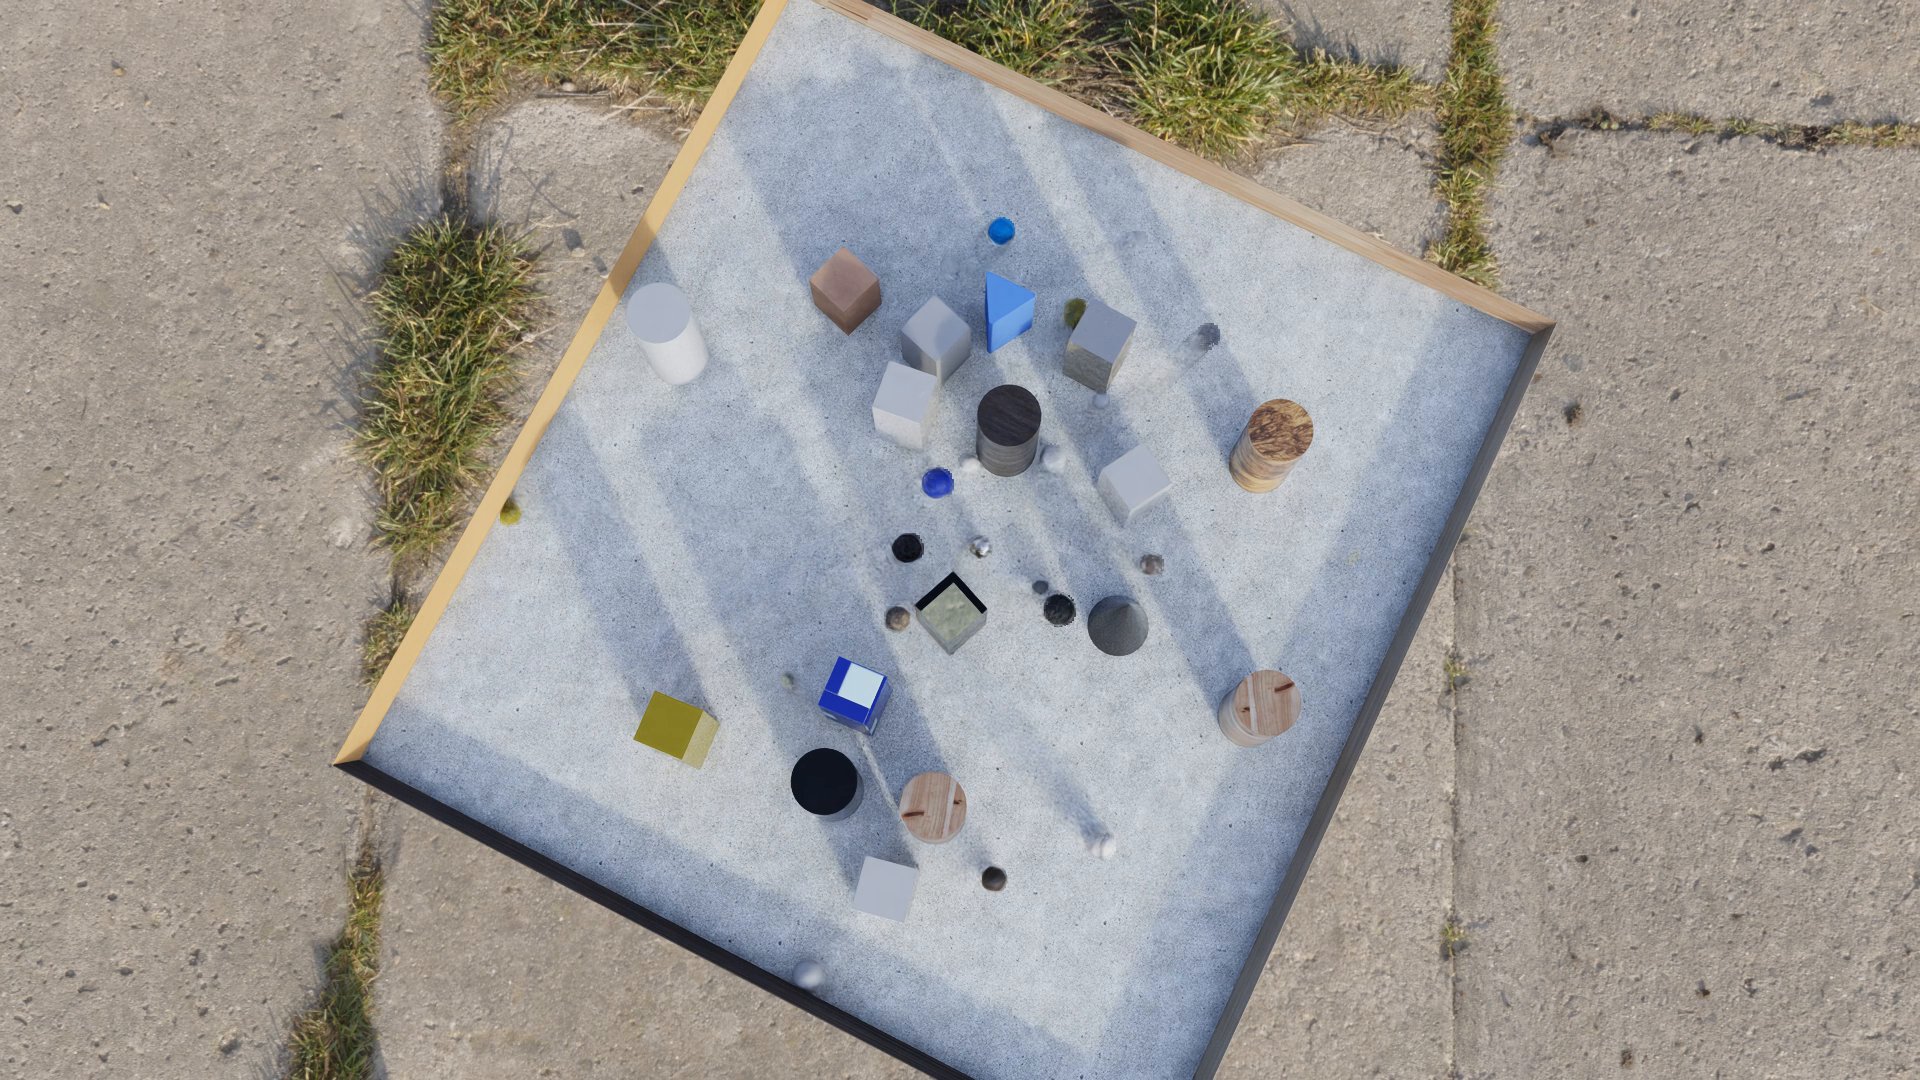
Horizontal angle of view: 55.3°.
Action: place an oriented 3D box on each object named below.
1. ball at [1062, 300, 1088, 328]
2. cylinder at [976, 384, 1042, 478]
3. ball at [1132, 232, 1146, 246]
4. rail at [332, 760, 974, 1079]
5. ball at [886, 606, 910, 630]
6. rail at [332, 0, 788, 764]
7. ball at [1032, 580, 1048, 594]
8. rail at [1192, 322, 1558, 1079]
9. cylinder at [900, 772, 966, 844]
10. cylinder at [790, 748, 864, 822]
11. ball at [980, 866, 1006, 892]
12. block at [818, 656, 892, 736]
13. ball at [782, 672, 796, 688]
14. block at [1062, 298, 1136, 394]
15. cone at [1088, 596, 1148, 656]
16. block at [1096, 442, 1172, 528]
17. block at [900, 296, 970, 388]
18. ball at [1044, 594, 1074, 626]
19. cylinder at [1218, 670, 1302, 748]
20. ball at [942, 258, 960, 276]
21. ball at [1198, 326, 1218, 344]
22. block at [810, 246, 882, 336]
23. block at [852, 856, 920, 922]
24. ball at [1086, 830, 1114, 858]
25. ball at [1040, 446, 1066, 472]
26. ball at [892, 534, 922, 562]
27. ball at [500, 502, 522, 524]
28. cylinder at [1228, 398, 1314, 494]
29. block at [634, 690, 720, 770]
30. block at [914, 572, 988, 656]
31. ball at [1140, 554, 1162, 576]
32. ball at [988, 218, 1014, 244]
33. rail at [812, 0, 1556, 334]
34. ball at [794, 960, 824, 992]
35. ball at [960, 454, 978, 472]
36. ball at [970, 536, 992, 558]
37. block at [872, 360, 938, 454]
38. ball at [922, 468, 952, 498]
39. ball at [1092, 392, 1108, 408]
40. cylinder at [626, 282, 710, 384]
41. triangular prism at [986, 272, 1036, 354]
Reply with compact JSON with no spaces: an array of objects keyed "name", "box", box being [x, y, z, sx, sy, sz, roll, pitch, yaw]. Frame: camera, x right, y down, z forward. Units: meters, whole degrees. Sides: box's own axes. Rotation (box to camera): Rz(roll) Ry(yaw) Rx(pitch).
[{"name":"ball","box":[0.367,-0.703,5.715,0.092,0.092,0.092,0,78,0]},{"name":"cylinder","box":[0.143,-0.323,5.492,0.187,0.374,0.187,0,78,0]},{"name":"ball","box":[0.565,-0.953,5.792,0.042,0.042,0.042,0,78,0]},{"name":"rail","box":[-0.628,1.237,5.298,2.681,0.121,0.045,26,80,5]},{"name":"ball","box":[-0.187,0.236,5.529,0.075,0.075,0.075,0,78,0]},{"name":"rail","box":[-1.178,-0.570,5.671,0.045,0.121,2.856,26,80,5]},{"name":"ball","box":[0.243,0.142,5.565,0.044,0.044,0.044,0,78,0]},{"name":"rail","box":[1.178,0.583,5.433,0.045,0.121,2.856,26,80,5]},{"name":"cylinder","box":[-0.074,0.774,5.263,0.187,0.380,0.187,0,78,0]},{"name":"cylinder","box":[-0.379,0.710,5.285,0.187,0.362,0.187,0,78,0]},{"name":"ball","box":[0.097,0.994,5.374,0.072,0.072,0.072,0,78,0]},{"name":"block","box":[-0.303,0.460,5.343,0.149,0.350,0.149,22,79,4]},{"name":"ball","box":[-0.514,0.421,5.506,0.046,0.046,0.046,0,78,0]},{"name":"block","box":[0.421,-0.581,5.563,0.149,0.339,0.149,29,80,6]},{"name":"cone","box":[0.480,0.221,5.374,0.187,0.385,0.187,0,78,0]},{"name":"block","box":[0.521,-0.162,5.520,0.149,0.255,0.149,-33,80,-6]},{"name":"block","box":[-0.074,-0.601,5.594,0.149,0.288,0.149,43,81,8]},{"name":"ball","box":[0.297,0.210,5.525,0.093,0.093,0.093,0,78,0]},{"name":"cylinder","box":[0.867,0.494,5.330,0.187,0.361,0.187,0,78,0]},{"name":"ball","box":[-0.029,-0.860,5.766,0.055,0.055,0.055,0,78,0]},{"name":"ball","box":[0.775,-0.640,5.718,0.060,0.060,0.060,0,78,0]},{"name":"block","box":[-0.352,-0.766,5.656,0.149,0.233,0.149,44,82,8]},{"name":"block","box":[-0.207,0.997,5.221,0.149,0.371,0.149,15,79,3]},{"name":"ball","box":[0.412,0.893,5.390,0.082,0.082,0.082,0,78,0]},{"name":"ball","box":[0.285,-0.249,5.626,0.082,0.082,0.082,0,78,0]},{"name":"ball","box":[-0.161,0.025,5.566,0.089,0.089,0.089,0,78,0]},{"name":"ball","box":[-1.374,-0.082,5.600,0.065,0.065,0.065,0,78,0]},{"name":"cylinder","box":[0.923,-0.275,5.466,0.187,0.405,0.187,0,78,0]},{"name":"block","box":[-0.818,0.555,5.315,0.149,0.365,0.149,22,79,4]},{"name":"block","box":[-0.026,0.221,5.428,0.149,0.280,0.149,-41,81,-8]},{"name":"ball","box":[0.580,0.075,5.567,0.067,0.067,0.067,0,78,0]},{"name":"ball","box":[0.129,-0.972,5.777,0.079,0.079,0.079,0,78,0]},{"name":"rail","box":[0.628,-1.224,5.807,2.681,0.121,0.045,26,80,5]},{"name":"ball","box":[-0.437,1.262,5.310,0.090,0.090,0.090,0,78,0]},{"name":"ball","box":[0.026,-0.237,5.637,0.056,0.056,0.056,0,78,0]},{"name":"ball","box":[0.062,0.024,5.577,0.067,0.067,0.067,0,78,0]},{"name":"block","box":[-0.161,-0.396,5.516,0.149,0.357,0.149,19,79,4]},{"name":"ball","box":[-0.072,-0.172,5.605,0.092,0.092,0.092,0,78,0]},{"name":"ball","box":[0.434,-0.432,5.680,0.051,0.051,0.051,0,78,0]},{"name":"cylinder","box":[-0.876,-0.617,5.529,0.187,0.420,0.187,0,78,0]},{"name":"triangular prism","box":[0.120,-0.715,5.614,0.162,0.294,0.140,-33,80,-6]}]
